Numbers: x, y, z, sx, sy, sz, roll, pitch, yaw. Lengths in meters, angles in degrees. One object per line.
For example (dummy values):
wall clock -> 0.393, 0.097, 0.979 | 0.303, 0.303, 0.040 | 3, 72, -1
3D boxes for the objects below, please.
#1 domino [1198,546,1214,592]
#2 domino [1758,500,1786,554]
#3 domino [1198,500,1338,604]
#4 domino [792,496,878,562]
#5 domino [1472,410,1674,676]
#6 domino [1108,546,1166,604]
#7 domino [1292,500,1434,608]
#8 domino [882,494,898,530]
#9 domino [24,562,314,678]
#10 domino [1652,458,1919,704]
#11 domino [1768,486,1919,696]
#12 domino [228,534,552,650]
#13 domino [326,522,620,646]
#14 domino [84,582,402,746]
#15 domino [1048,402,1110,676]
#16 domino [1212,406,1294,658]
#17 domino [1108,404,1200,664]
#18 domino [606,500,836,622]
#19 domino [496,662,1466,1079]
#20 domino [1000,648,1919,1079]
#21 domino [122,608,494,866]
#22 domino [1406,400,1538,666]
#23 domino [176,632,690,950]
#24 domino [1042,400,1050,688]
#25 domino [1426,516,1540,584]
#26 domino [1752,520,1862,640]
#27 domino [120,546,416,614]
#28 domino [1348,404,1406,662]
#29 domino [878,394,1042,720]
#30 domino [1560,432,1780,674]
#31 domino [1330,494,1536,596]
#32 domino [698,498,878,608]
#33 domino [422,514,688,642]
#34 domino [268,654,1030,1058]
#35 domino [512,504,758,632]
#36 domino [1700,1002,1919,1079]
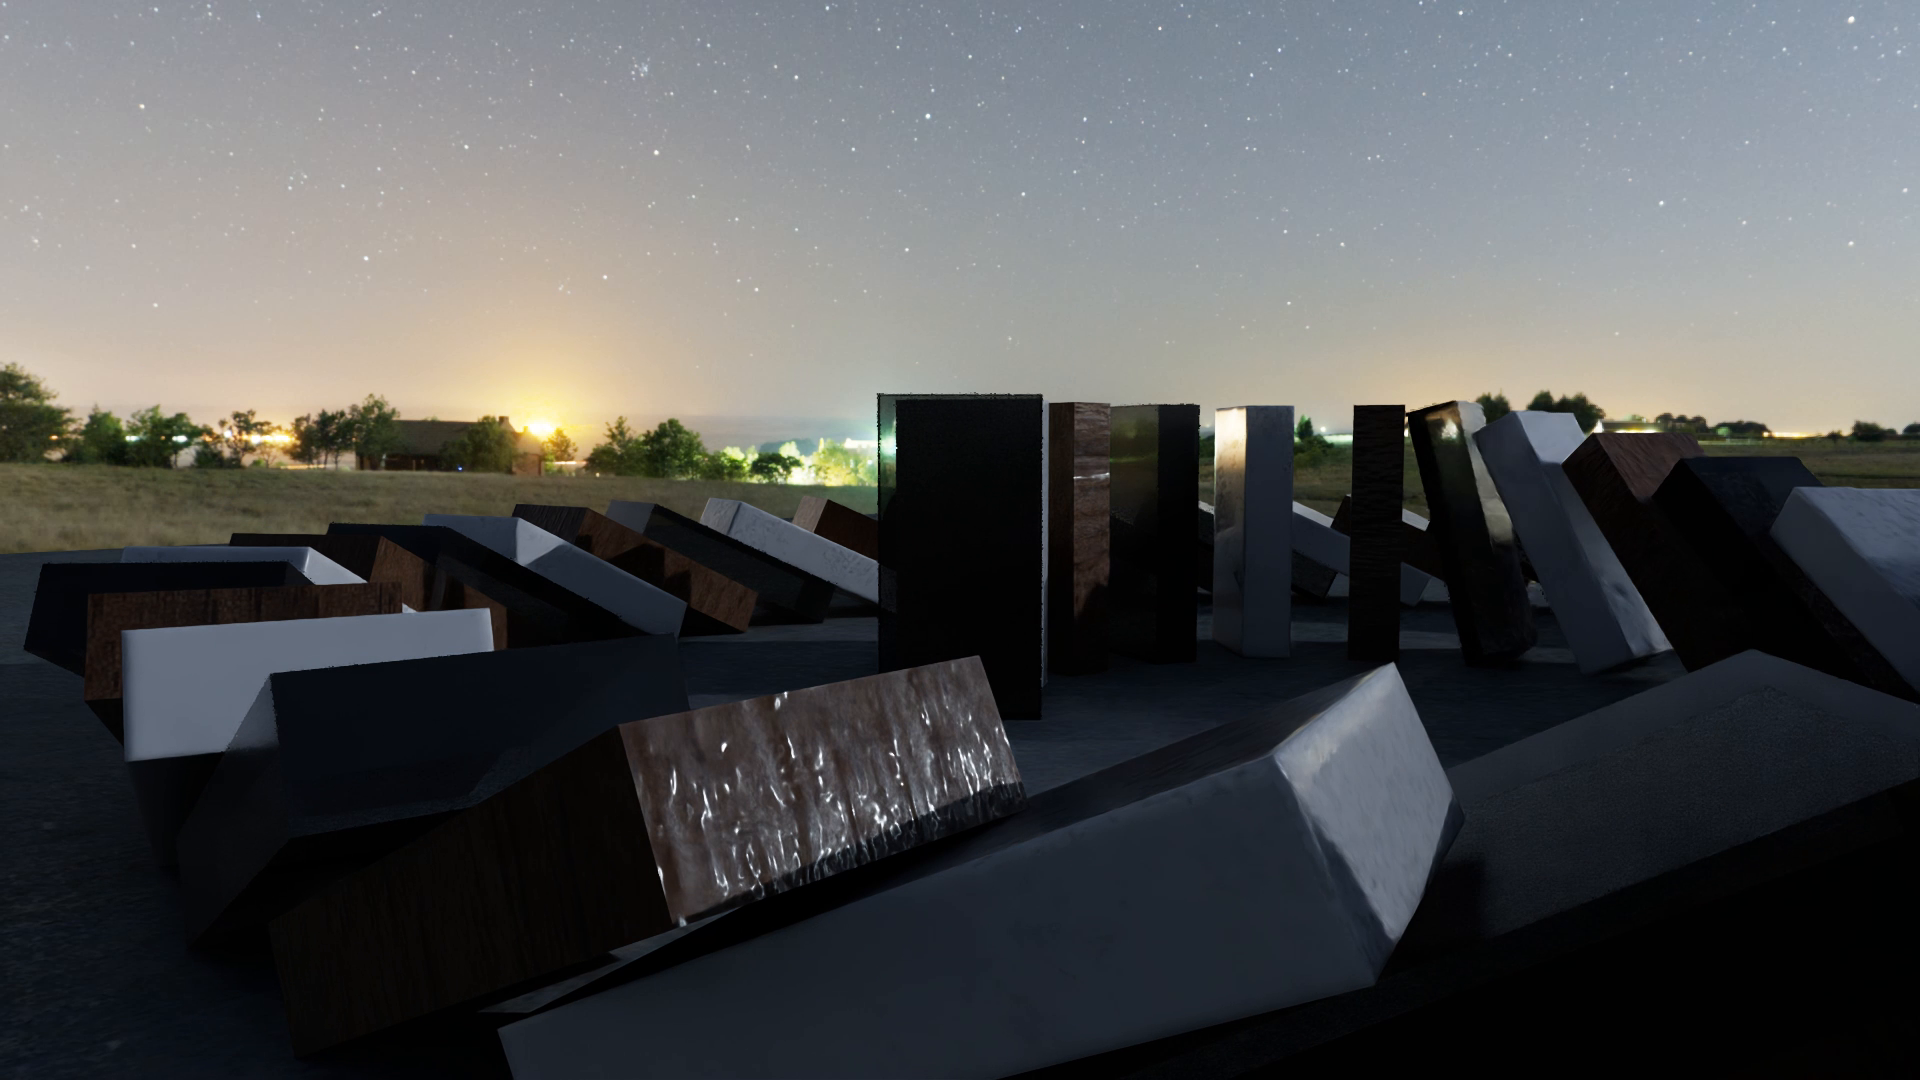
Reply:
domino -> 0.054, 0.001, 0.356 | 0.050, 0.010, 0.025 | 25, 7, 4
domino -> 0.207, 0.007, 0.282 | 0.025, 0.009, 0.050 | -1, 29, -23
domino -> 0.079, 0.001, 0.355 | 0.050, 0.010, 0.025 | 26, 11, 13
domino -> -0.017, 0.003, 0.331 | 0.050, 0.009, 0.025 | 24, -5, -20
domino -> 0.119, 0.000, 0.246 | 0.025, 0.050, 0.010 | -4, -22, -41
domino -> 0.029, 0.002, 0.349 | 0.050, 0.009, 0.025 | 24, 0, -10
domino -> 0.103, 0.002, 0.350 | 0.050, 0.010, 0.025 | 28, 14, 20
domino -> 0.005, 0.002, 0.341 | 0.050, 0.009, 0.025 | 24, -2, -16
domino -> -0.087, 0.016, 0.159 | 0.025, 0.009, 0.050 | 0, -21, -5
domino -> 0.141, 0.007, 0.213 | 0.025, 0.009, 0.050 | -1, 46, -14
domino -> 0.148, 0.011, 0.190 | 0.025, 0.010, 0.050 | 1, 37, -5
domino -> -0.091, 0.012, 0.209 | 0.025, 0.009, 0.050 | 1, -20, 12
domino -> -0.088, 0.011, 0.233 | 0.025, 0.009, 0.050 | 2, -20, 21
domino -> -0.073, 0.018, 0.137 | 0.025, 0.010, 0.050 | -2, -20, -24
domino -> 0.016, -0.001, 0.245 | 0.009, 0.050, 0.025 | -4, 6, -41
domino -> 0.060, -0.002, 0.265 | 0.009, 0.050, 0.025 | 0, 4, -3
domino -> 0.037, -0.002, 0.259 | 0.009, 0.050, 0.025 | -2, 5, -26
domino -> -0.057, 0.005, 0.301 | 0.050, 0.010, 0.025 | 27, -13, -35
domino -> 0.001, 0.022, 0.073 | 0.050, 0.009, 0.025 | -27, -9, 28
domino -> 0.028, 0.022, 0.072 | 0.050, 0.009, 0.025 | -25, 1, 9
domino -> -0.059, 0.019, 0.117 | 0.025, 0.009, 0.050 | -3, -19, -30
domino -> 0.102, -0.002, 0.255 | 0.010, 0.050, 0.025 | -14, -4, 32
domino -> -0.042, 0.020, 0.098 | 0.025, 0.010, 0.050 | -4, -19, -38
domino -> 0.002, 0.001, 0.225 | 0.025, 0.050, 0.009 | 1, 4, 15
domino -> 0.149, 0.003, 0.330 | 0.050, 0.009, 0.025 | 32, 22, 32
domino -> 0.190, 0.005, 0.301 | 0.025, 0.009, 0.050 | -3, 30, -35
domino -> -0.092, 0.014, 0.184 | 0.025, 0.010, 0.050 | 0, -20, 6
domino -> 0.085, -0.002, 0.261 | 0.010, 0.050, 0.025 | 1, 4, 17
domino -> 0.000, 0.002, 0.201 | 0.025, 0.050, 0.009 | 0, 4, 0
domino -> 0.133, 0.003, 0.231 | 0.025, 0.050, 0.009 | -2, -35, -21
domino -> 0.126, 0.002, 0.341 | 0.050, 0.009, 0.025 | 29, 17, 25
domino -> -0.038, 0.004, 0.318 | 0.050, 0.009, 0.025 | 25, -8, -27
domino -> -0.081, 0.009, 0.257 | 0.025, 0.009, 0.050 | 2, -19, 28
domino -> -0.022, 0.021, 0.083 | 0.025, 0.009, 0.050 | -5, -18, -47
domino -> -0.071, 0.007, 0.280 | 0.025, 0.009, 0.050 | 3, -20, 38
domino -> 0.052, 0.022, 0.072 | 0.050, 0.010, 0.025 | -25, 3, 3
